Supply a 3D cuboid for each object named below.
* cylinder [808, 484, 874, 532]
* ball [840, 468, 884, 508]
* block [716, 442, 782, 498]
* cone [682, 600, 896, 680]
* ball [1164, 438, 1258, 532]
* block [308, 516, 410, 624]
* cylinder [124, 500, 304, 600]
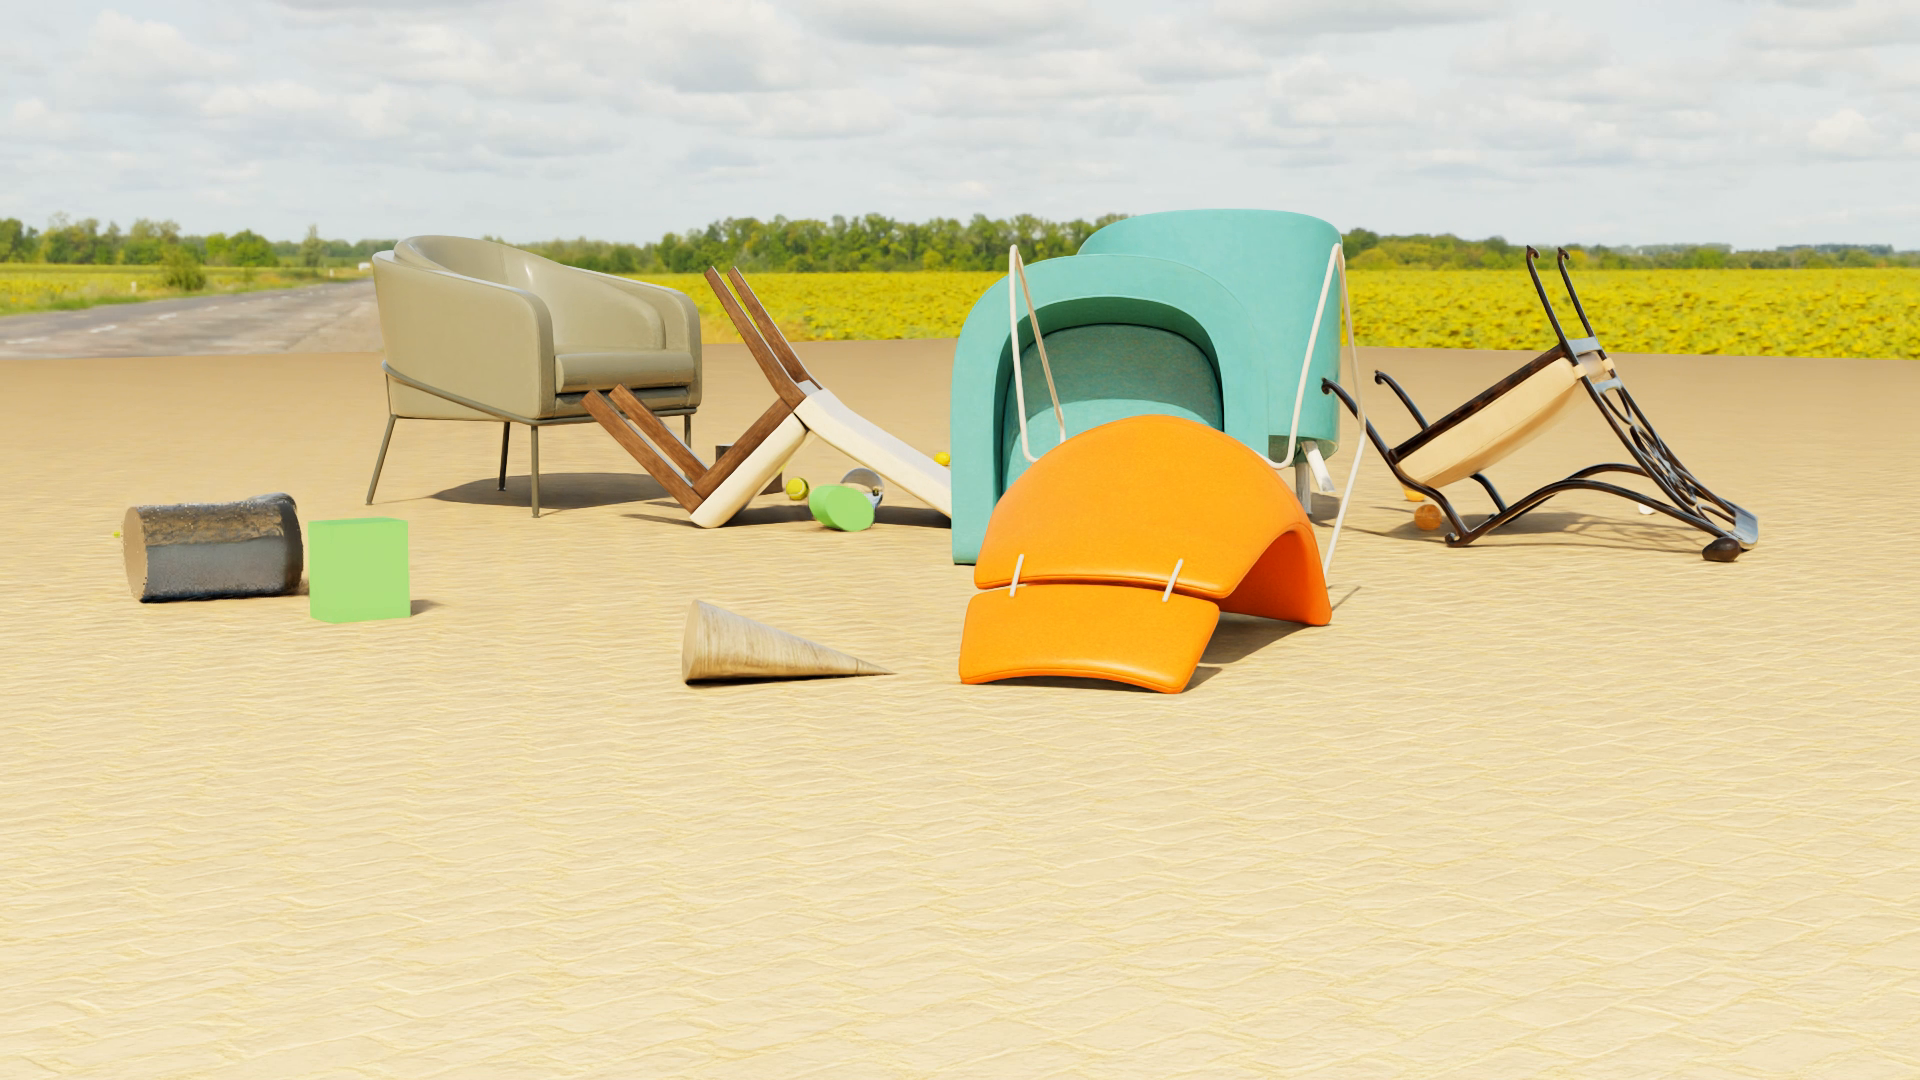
[{"bbox_3d":[-0.307,-0.083,6.648,0.154,0.106,0.084,27,-10,-32],"label":"cylinder"},{"bbox_3d":[-0.273,-0.139,7.135,0.127,0.127,0.127,0,6,0],"label":"ball"},{"bbox_3d":[-0.637,-0.215,7.748,0.111,0.153,0.209,3,6,25],"label":"block"},{"bbox_3d":[-0.272,0.193,4.227,0.351,0.131,0.315,10,3,-9],"label":"cone"},{"bbox_3d":[0.647,-0.141,6.614,0.240,0.240,0.240,0,6,0],"label":"ball"},{"bbox_3d":[-1.158,0.057,4.945,0.158,0.188,0.106,-4,7,-37],"label":"block"},{"bbox_3d":[-1.541,0.020,5.286,0.308,0.191,0.289,-3,9,-27],"label":"cylinder"}]
